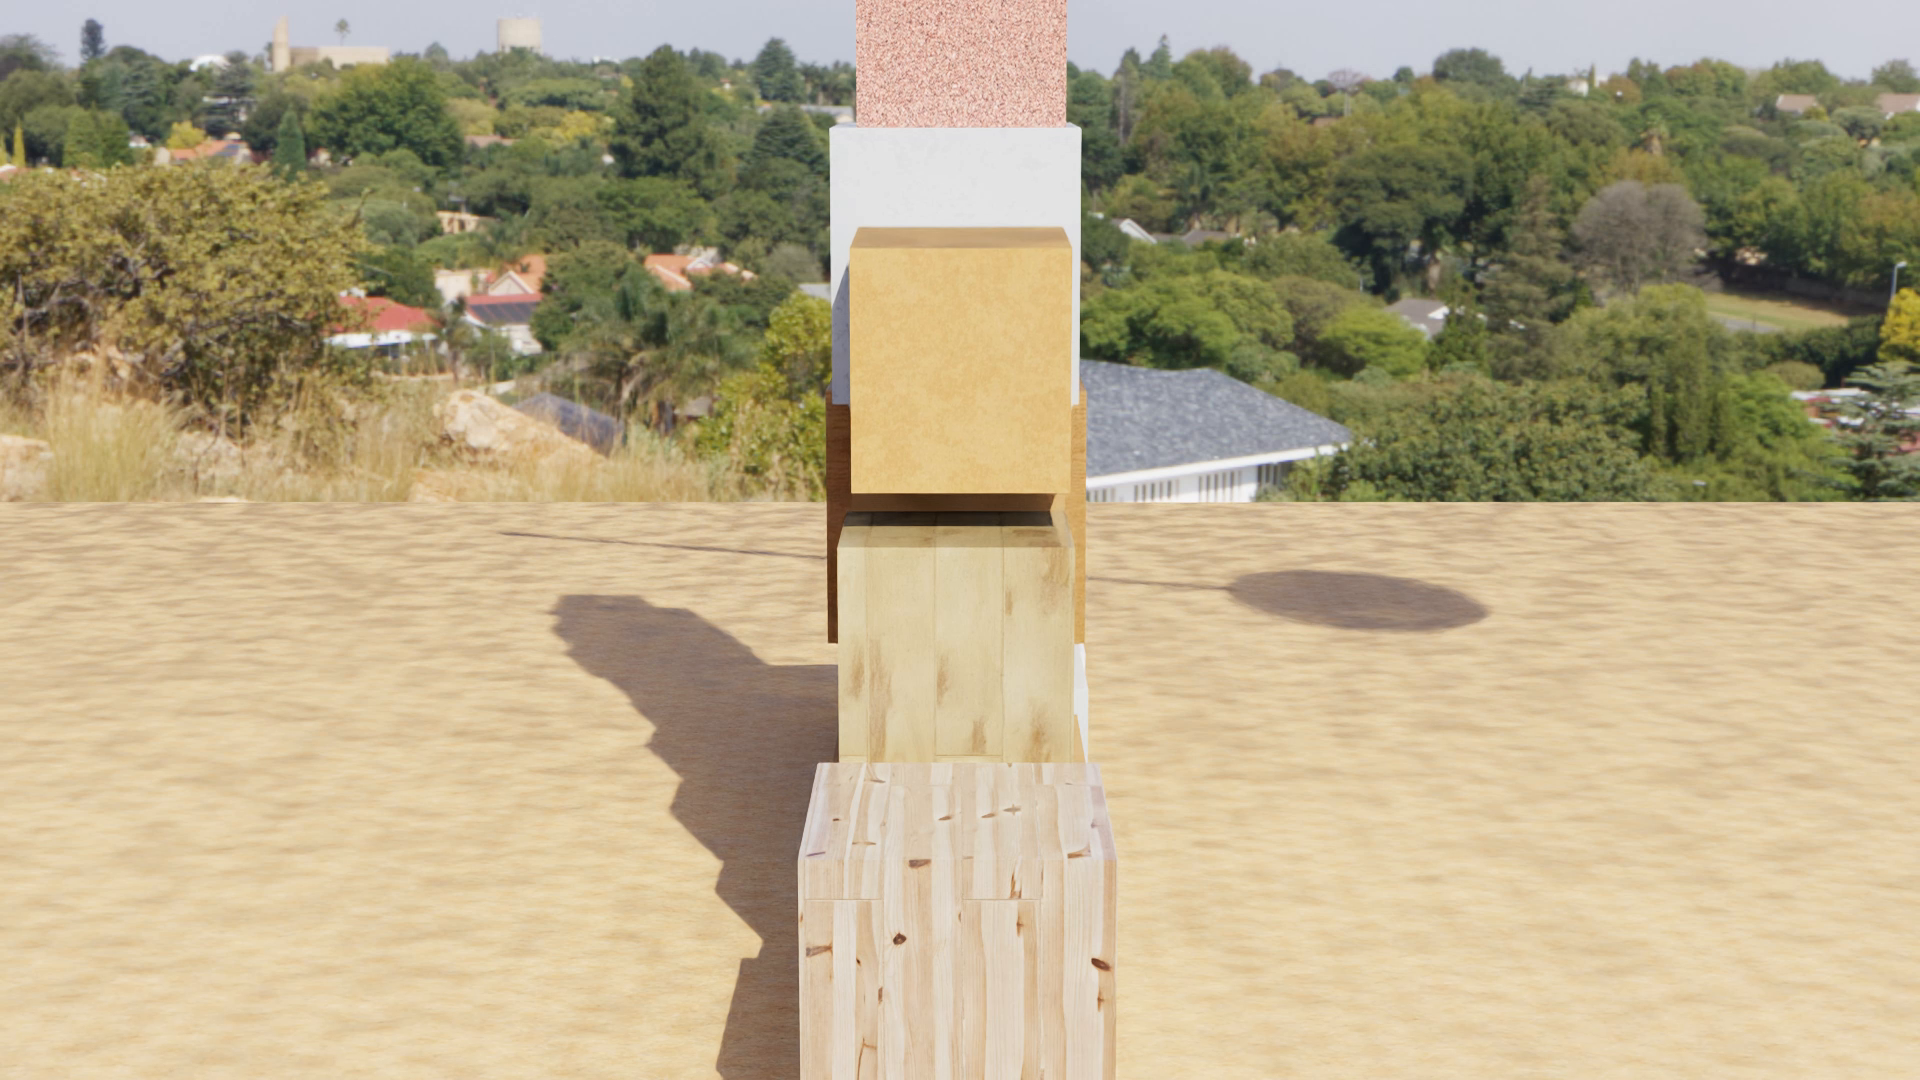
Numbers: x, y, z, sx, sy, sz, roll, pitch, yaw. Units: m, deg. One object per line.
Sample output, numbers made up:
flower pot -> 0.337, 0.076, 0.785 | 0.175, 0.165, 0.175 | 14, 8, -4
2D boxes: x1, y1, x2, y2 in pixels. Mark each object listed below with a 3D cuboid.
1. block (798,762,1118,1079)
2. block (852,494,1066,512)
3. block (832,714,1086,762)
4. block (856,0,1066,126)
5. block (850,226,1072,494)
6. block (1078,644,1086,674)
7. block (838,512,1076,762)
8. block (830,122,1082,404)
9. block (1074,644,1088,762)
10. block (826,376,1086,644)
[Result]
block -> -0.006, 1.426, 8.796 | 1.015, 1.048, 1.167 | 0, 10, 0
block -> -0.005, 0.086, 10.597 | 0.841, 0.895, 0.819 | 0, 10, 0
block -> -0.003, 1.267, 9.880 | 0.945, 0.972, 1.002 | 0, 10, 0
block -> 0.006, -2.209, 10.800 | 0.854, 0.907, 0.841 | 0, 11, 0
block -> 0.003, -0.718, 9.962 | 0.822, 0.918, 0.876 | 0, 12, 0
block -> 0.017, 0.879, 11.946 | 1.067, 0.996, 1.183 | 0, 10, 0
block -> -0.014, 0.364, 9.819 | 0.868, 0.827, 0.791 | 0, 10, 0
block -> -0.018, -1.203, 10.924 | 1.008, 1.117, 1.086 | 0, 11, 0
block -> 0.018, 1.038, 10.860 | 0.991, 1.072, 0.990 | 0, 10, 0
block -> -0.016, -0.180, 11.560 | 1.111, 1.094, 1.122 | 0, 9, 0
